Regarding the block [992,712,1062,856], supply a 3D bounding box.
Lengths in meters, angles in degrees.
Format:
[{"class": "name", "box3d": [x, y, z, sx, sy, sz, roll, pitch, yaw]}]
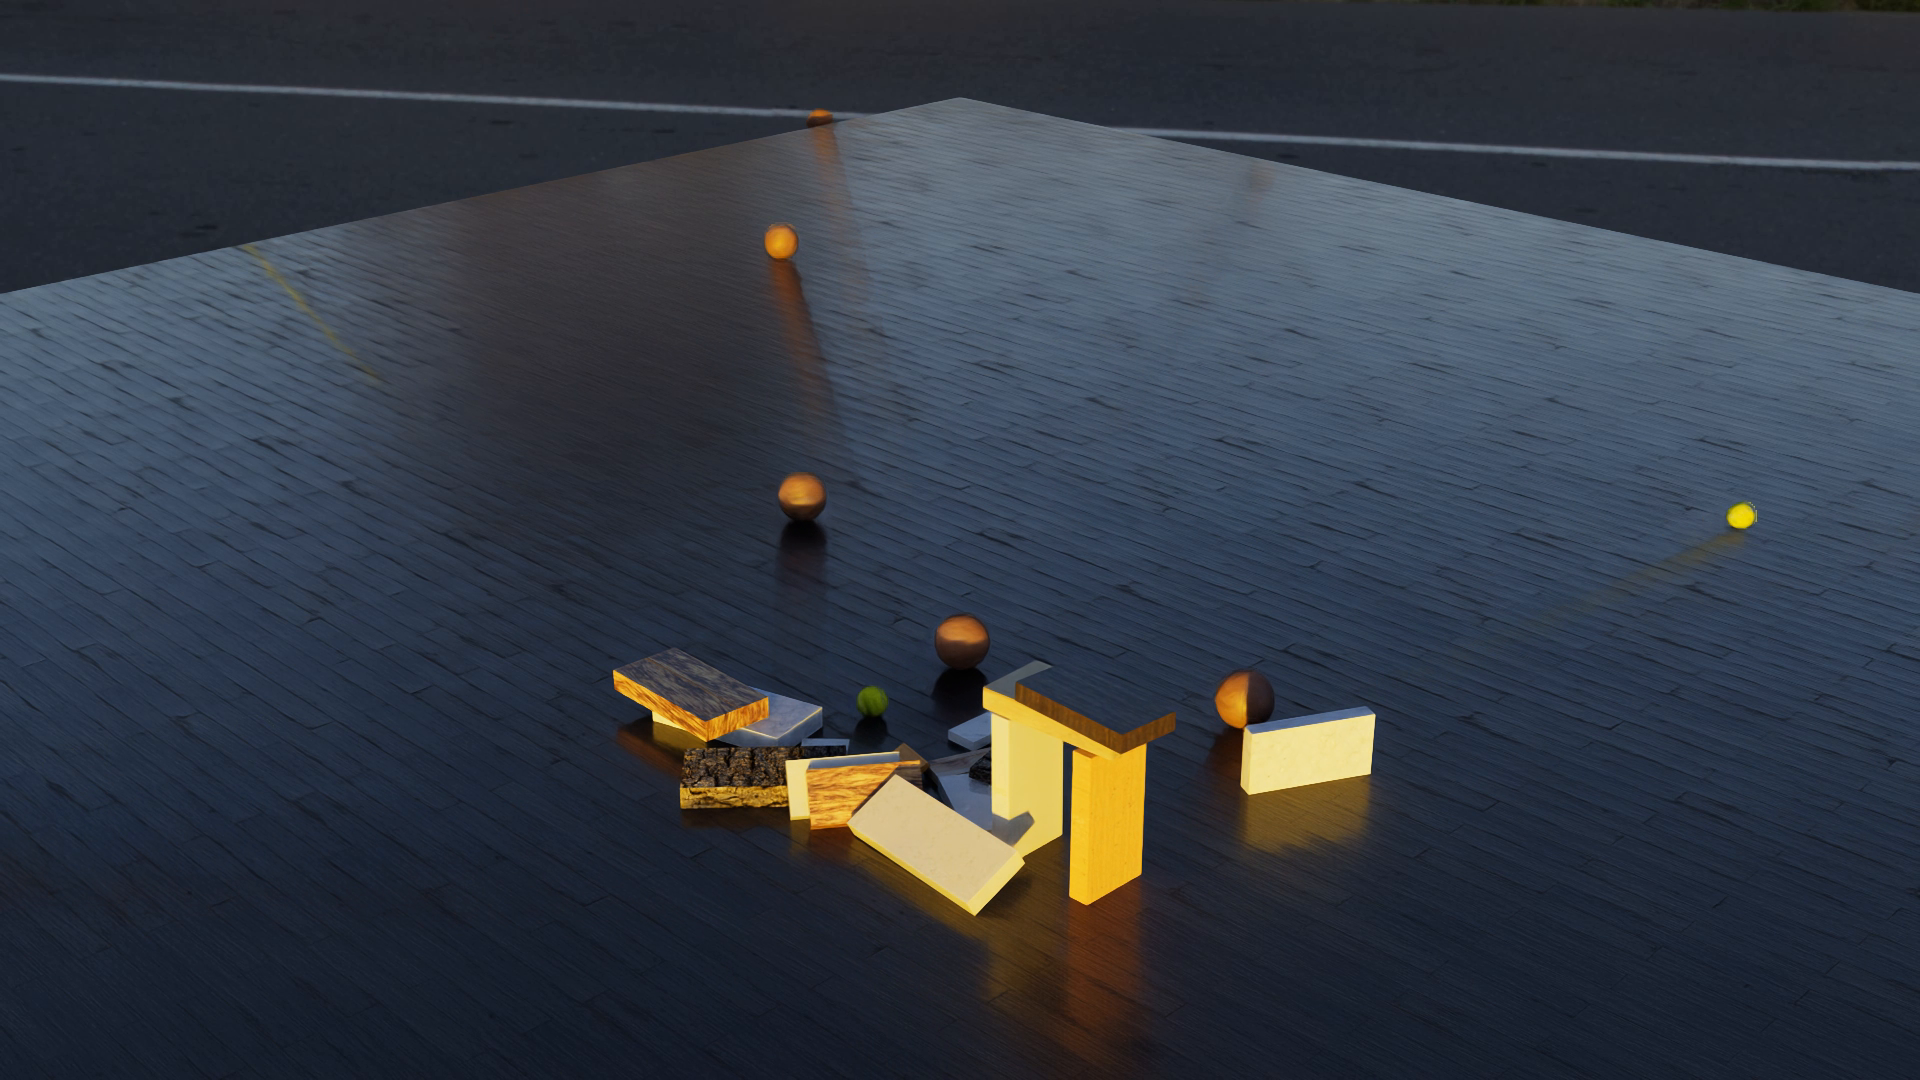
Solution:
[{"class": "block", "box3d": [0.132, 0.458, 4.279, 0.044, 0.313, 0.157, 20, 30, 40]}]

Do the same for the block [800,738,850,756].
[{"class": "block", "box3d": [-0.289, 0.443, 4.699, 0.101, 0.014, 0.050, 1, 23, 2]}]

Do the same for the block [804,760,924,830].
[{"class": "block", "box3d": [-0.190, 0.512, 4.417, 0.230, 0.115, 0.033, -4, -18, -9]}]

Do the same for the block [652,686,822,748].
[{"class": "block", "box3d": [-0.487, 0.380, 4.805, 0.336, 0.048, 0.168, 13, 26, 28]}]

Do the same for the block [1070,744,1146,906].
[{"class": "block", "box3d": [0.279, 0.516, 4.143, 0.044, 0.313, 0.157, 21, 31, 40]}]

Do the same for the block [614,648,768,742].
[{"class": "block", "box3d": [-0.588, 0.333, 4.792, 0.168, 0.048, 0.336, -20, 30, -39]}]

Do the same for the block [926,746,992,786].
[{"class": "block", "box3d": [0.066, 0.466, 4.634, 0.276, 0.022, 0.078, -10, 25, -23]}]

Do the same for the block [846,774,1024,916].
[{"class": "block", "box3d": [-0.051, 0.585, 4.248, 0.140, 0.040, 0.374, -44, 42, -19]}]

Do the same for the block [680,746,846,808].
[{"class": "block", "box3d": [-0.404, 0.489, 4.548, 0.336, 0.048, 0.168, -1, 23, -2]}]

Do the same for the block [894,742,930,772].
[{"class": "block", "box3d": [-0.109, 0.466, 4.616, 0.050, 0.014, 0.101, -39, 36, -14]}]

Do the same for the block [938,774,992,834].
[{"class": "block", "box3d": [0.039, 0.541, 4.444, 0.115, 0.033, 0.230, -6, 24, -13]}]

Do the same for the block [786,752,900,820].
[{"class": "block", "box3d": [-0.233, 0.497, 4.451, 0.230, 0.115, 0.033, -4, -18, -9]}]

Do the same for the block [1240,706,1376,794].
[{"class": "block", "box3d": [0.721, 0.435, 4.556, 0.280, 0.140, 0.040, -7, 24, -17]}]

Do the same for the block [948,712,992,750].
[{"class": "block", "box3d": [0.057, 0.409, 4.768, 0.156, 0.022, 0.078, -21, 31, -40]}]

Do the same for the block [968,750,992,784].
[{"class": "block", "box3d": [0.087, 0.464, 4.561, 0.078, 0.022, 0.156, 16, 23, 22]}]

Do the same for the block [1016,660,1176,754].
[{"class": "block", "box3d": [0.249, 0.307, 4.071, 0.140, 0.040, 0.280, -19, 30, -37]}]

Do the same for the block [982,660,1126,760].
[{"class": "block", "box3d": [0.213, 0.318, 4.151, 0.313, 0.044, 0.157, 20, 30, 38]}]
